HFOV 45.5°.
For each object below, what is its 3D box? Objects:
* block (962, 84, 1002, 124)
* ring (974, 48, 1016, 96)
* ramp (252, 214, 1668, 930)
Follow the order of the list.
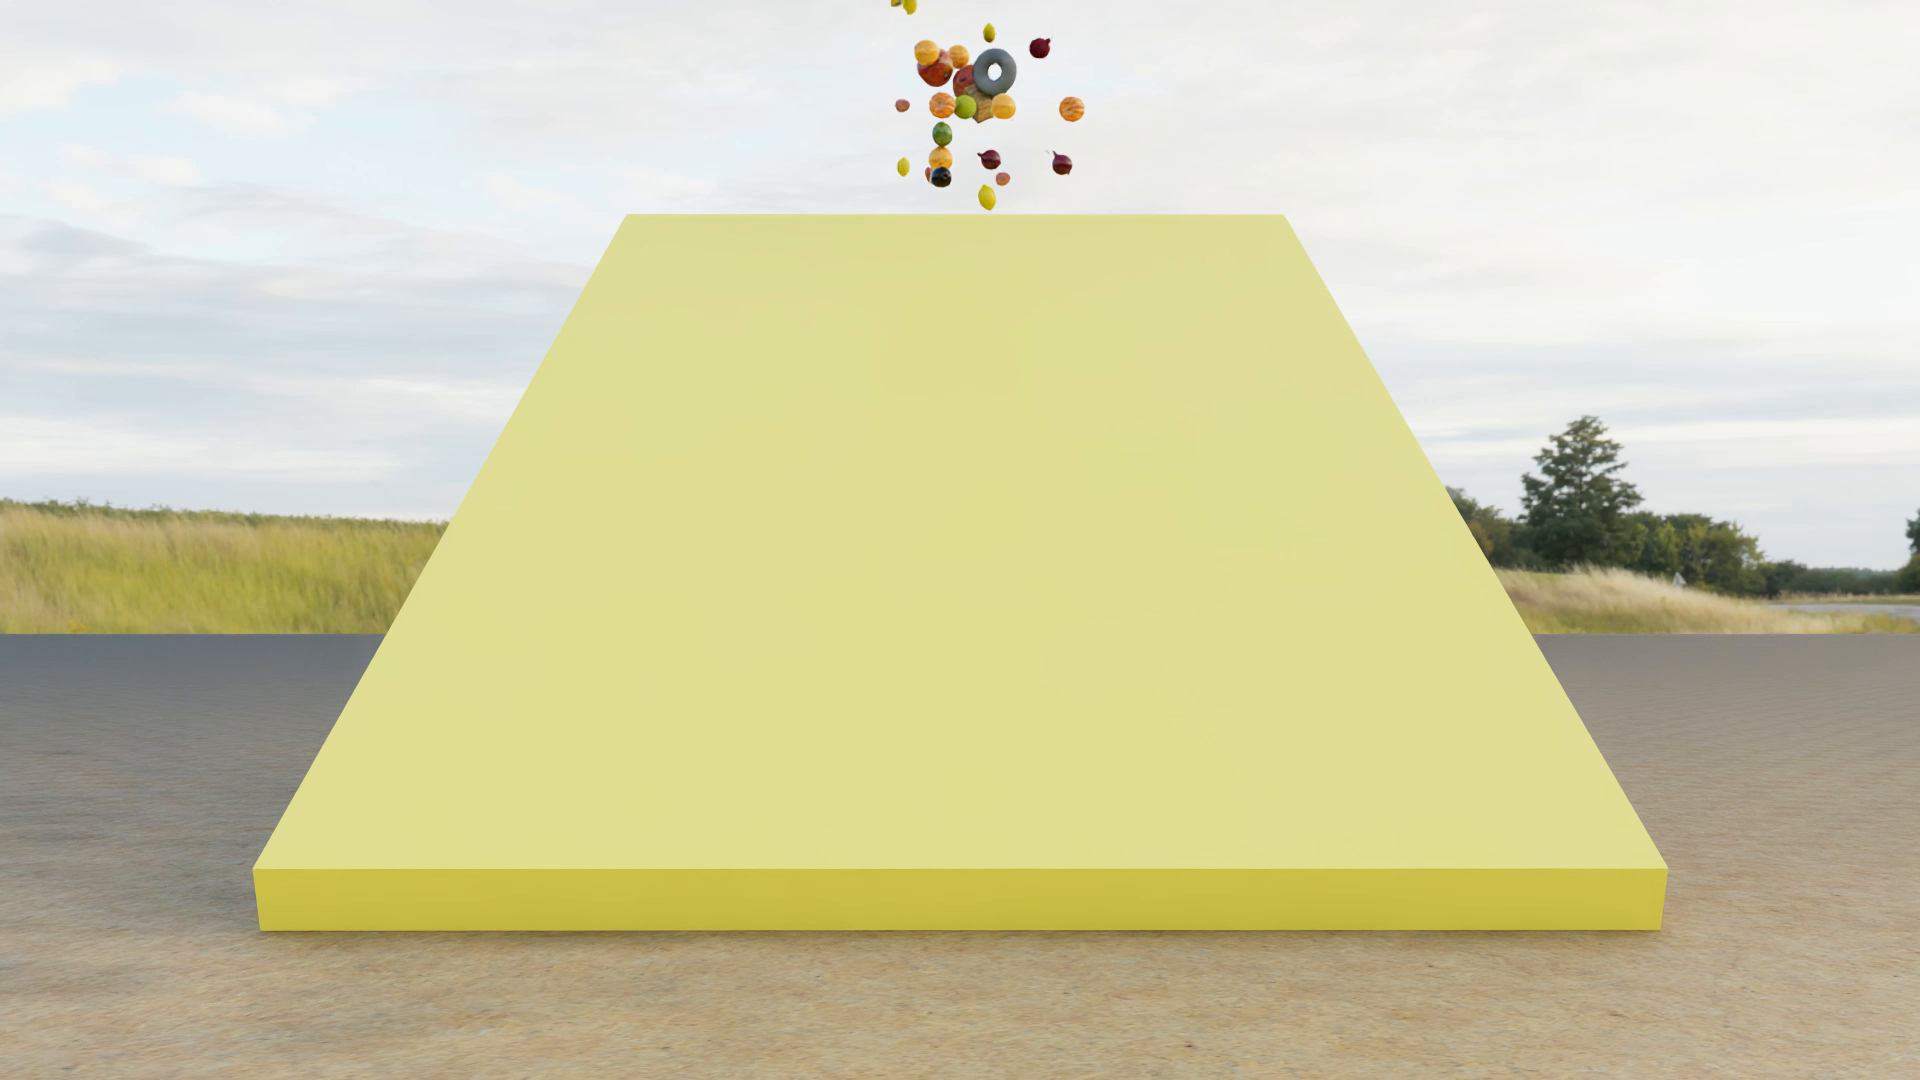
[{"bbox_3d":[0.065,-1.296,6.751,0.080,0.080,0.080,-29,-29,-22],"label":"block"},{"bbox_3d":[0.102,-1.369,6.687,0.139,0.139,0.046,-1,4,26],"label":"ring"},{"bbox_3d":[-0.006,-0.217,5.111,2.000,0.100,4.000,0,21,0],"label":"ramp"}]
